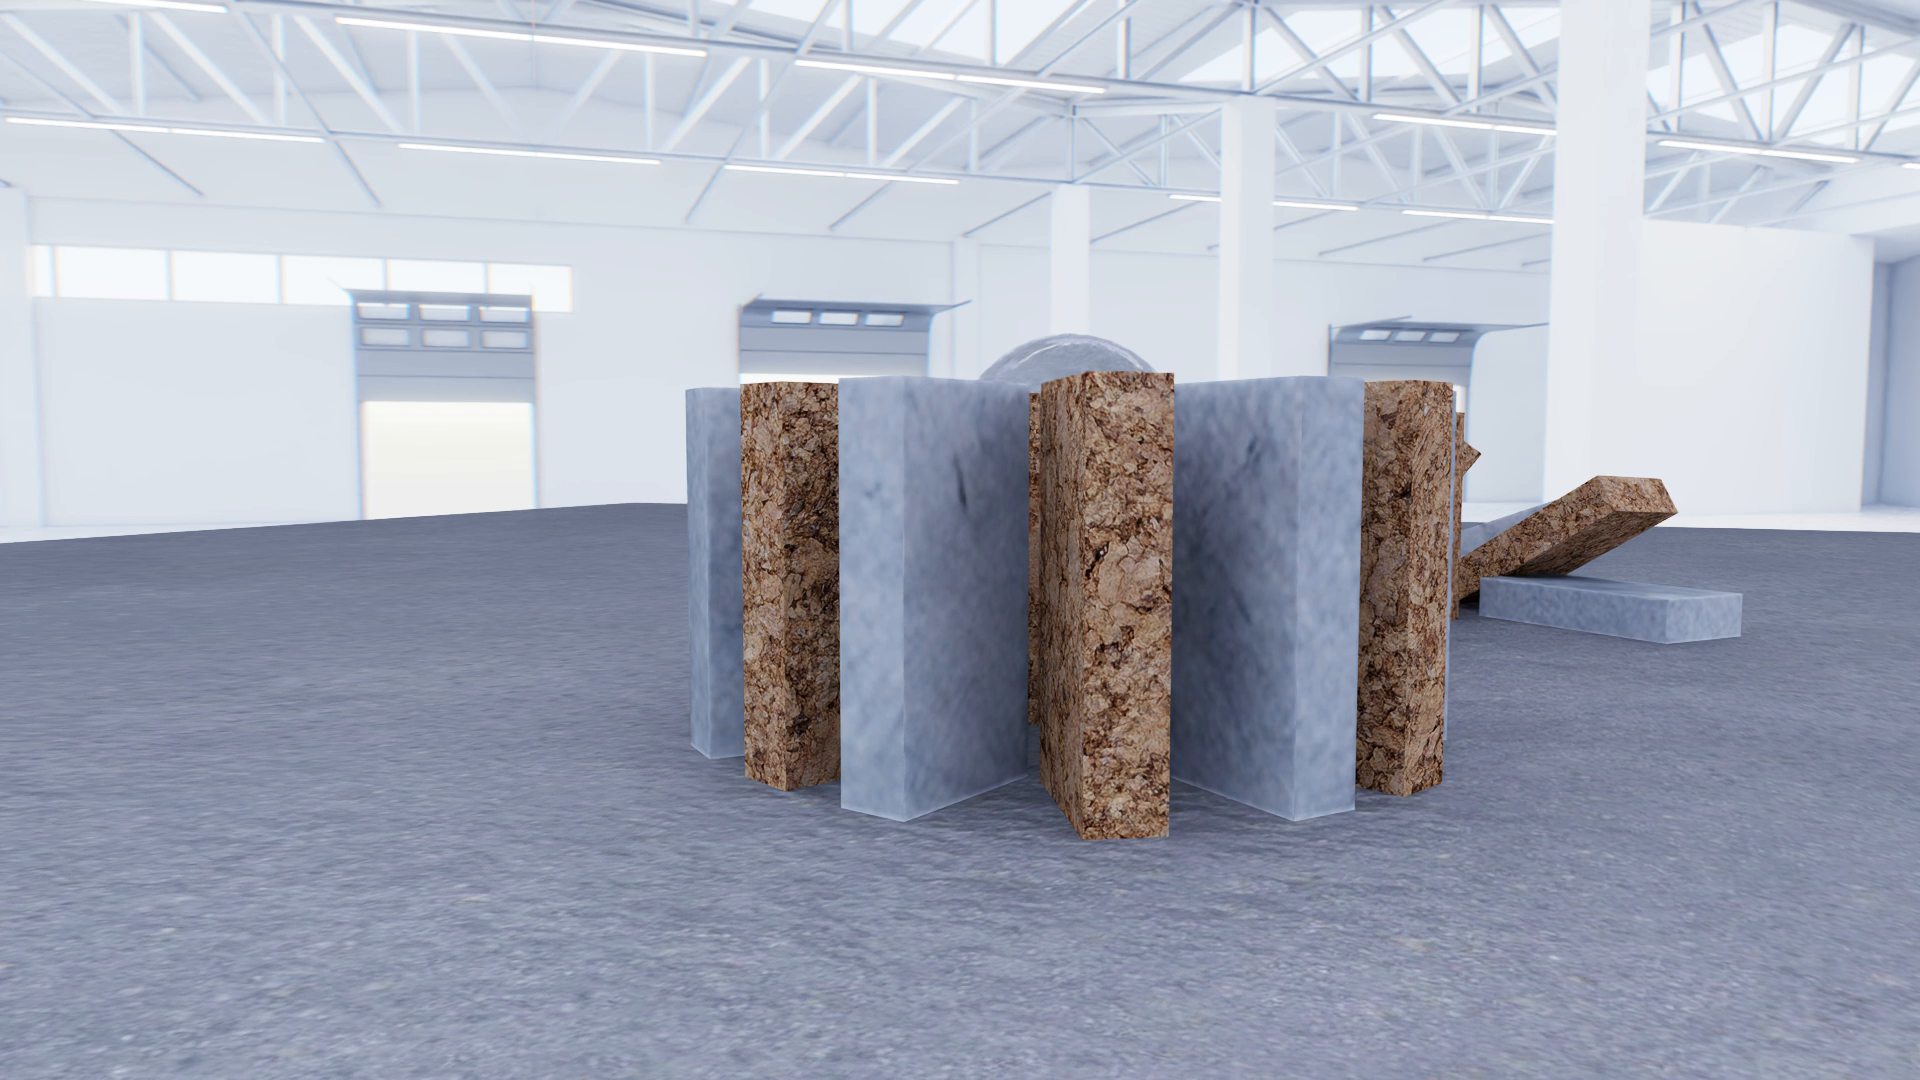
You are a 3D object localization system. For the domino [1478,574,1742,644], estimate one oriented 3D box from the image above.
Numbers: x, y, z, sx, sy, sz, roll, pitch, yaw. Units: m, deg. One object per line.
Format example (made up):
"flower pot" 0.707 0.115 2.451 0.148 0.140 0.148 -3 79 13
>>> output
"domino" 0.151 0.015 0.301 0.025 0.009 0.050 -2 5 -26

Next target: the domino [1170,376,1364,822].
"domino" 0.036 0.006 0.156 0.009 0.050 0.025 -2 5 -29

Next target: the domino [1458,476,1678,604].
"domino" 0.149 0.001 0.322 0.025 0.010 0.050 1 -28 -30

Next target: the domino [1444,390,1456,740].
"domino" 0.057 0.004 0.186 0.025 0.050 0.010 0 4 -6

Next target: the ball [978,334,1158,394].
"ball" 0.038 -0.031 0.440 0.080 0.080 0.080 0 4 0

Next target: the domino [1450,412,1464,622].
"domino" 0.109 -0.006 0.315 0.025 0.050 0.010 3 5 36

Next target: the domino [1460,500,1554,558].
"domino" 0.145 0.001 0.350 0.050 0.010 0.025 -20 -11 12

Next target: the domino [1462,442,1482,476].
"domino" 0.123 -0.007 0.354 0.010 0.050 0.025 41 17 15

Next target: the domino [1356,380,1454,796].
"domino" 0.049 0.005 0.165 0.010 0.050 0.025 -4 6 -42

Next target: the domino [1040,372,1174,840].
"domino" 0.016 0.006 0.149 0.010 0.050 0.025 -1 4 -7

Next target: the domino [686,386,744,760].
"domino" -0.025 0.004 0.181 0.025 0.050 0.010 -2 5 -27

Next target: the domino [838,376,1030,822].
"domino" -0.003 0.006 0.155 0.009 0.050 0.025 3 5 37

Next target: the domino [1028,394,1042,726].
"domino" 0.000 0.003 0.199 0.025 0.050 0.010 1 4 11

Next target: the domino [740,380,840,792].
"domino" -0.015 0.005 0.167 0.025 0.050 0.009 -4 6 -41
